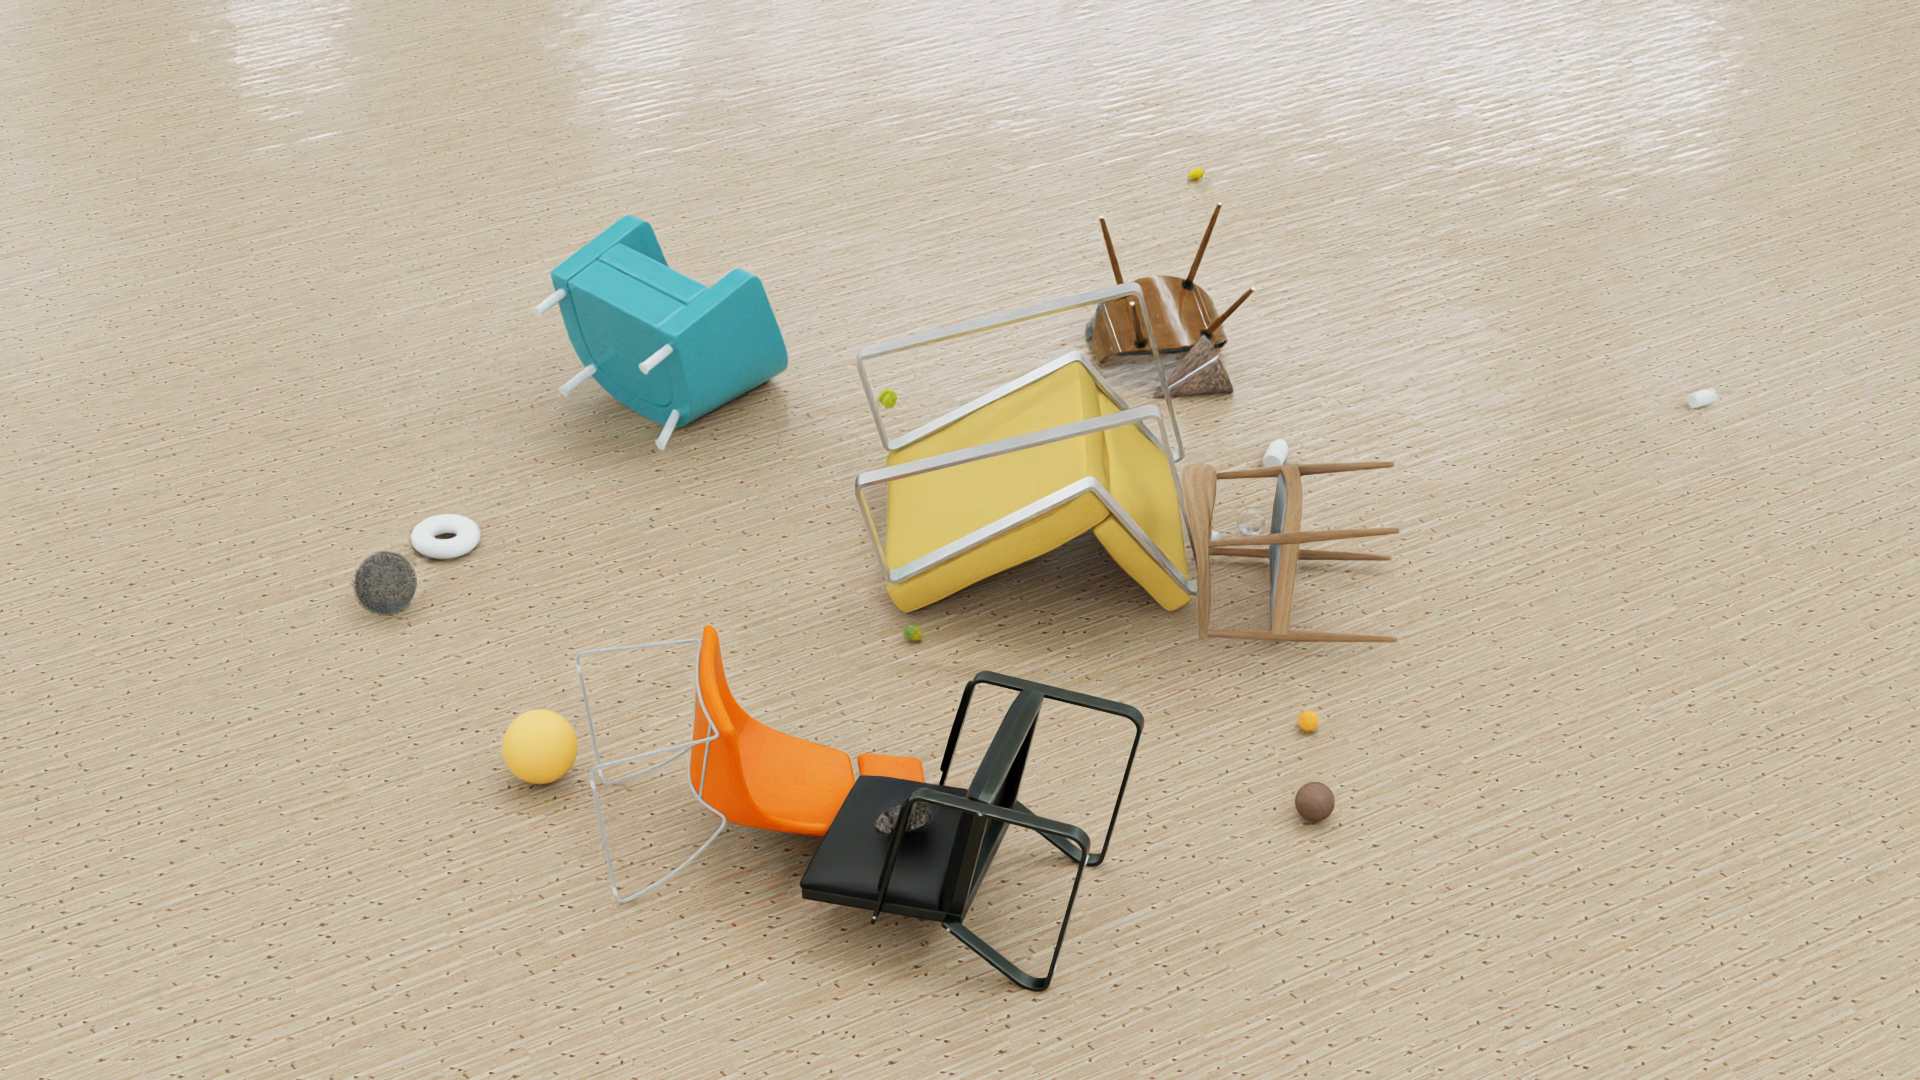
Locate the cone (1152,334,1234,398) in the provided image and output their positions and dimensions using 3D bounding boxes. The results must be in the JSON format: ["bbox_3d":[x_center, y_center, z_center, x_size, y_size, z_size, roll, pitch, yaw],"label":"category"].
[{"bbox_3d":[0.906,-0.642,11.818,0.311,0.264,0.130,-28,6,-4],"label":"cone"}]

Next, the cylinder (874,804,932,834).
[{"bbox_3d":[-0.176,0.864,9.090,0.170,0.076,0.130,-10,-2,3],"label":"cylinder"}]

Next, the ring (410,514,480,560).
[{"bbox_3d":[-1.912,-0.014,10.906,0.258,0.067,0.256,10,35,14],"label":"ring"}]

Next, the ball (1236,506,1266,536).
[{"bbox_3d":[1.088,-0.070,10.952,0.109,0.109,0.109,0,33,0],"label":"ball"}]

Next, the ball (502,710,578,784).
[{"bbox_3d":[-1.387,0.683,9.683,0.248,0.248,0.248,0,33,0],"label":"ball"}]

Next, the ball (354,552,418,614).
[{"bbox_3d":[-2.060,0.151,10.512,0.223,0.223,0.223,0,33,0],"label":"ball"}]
